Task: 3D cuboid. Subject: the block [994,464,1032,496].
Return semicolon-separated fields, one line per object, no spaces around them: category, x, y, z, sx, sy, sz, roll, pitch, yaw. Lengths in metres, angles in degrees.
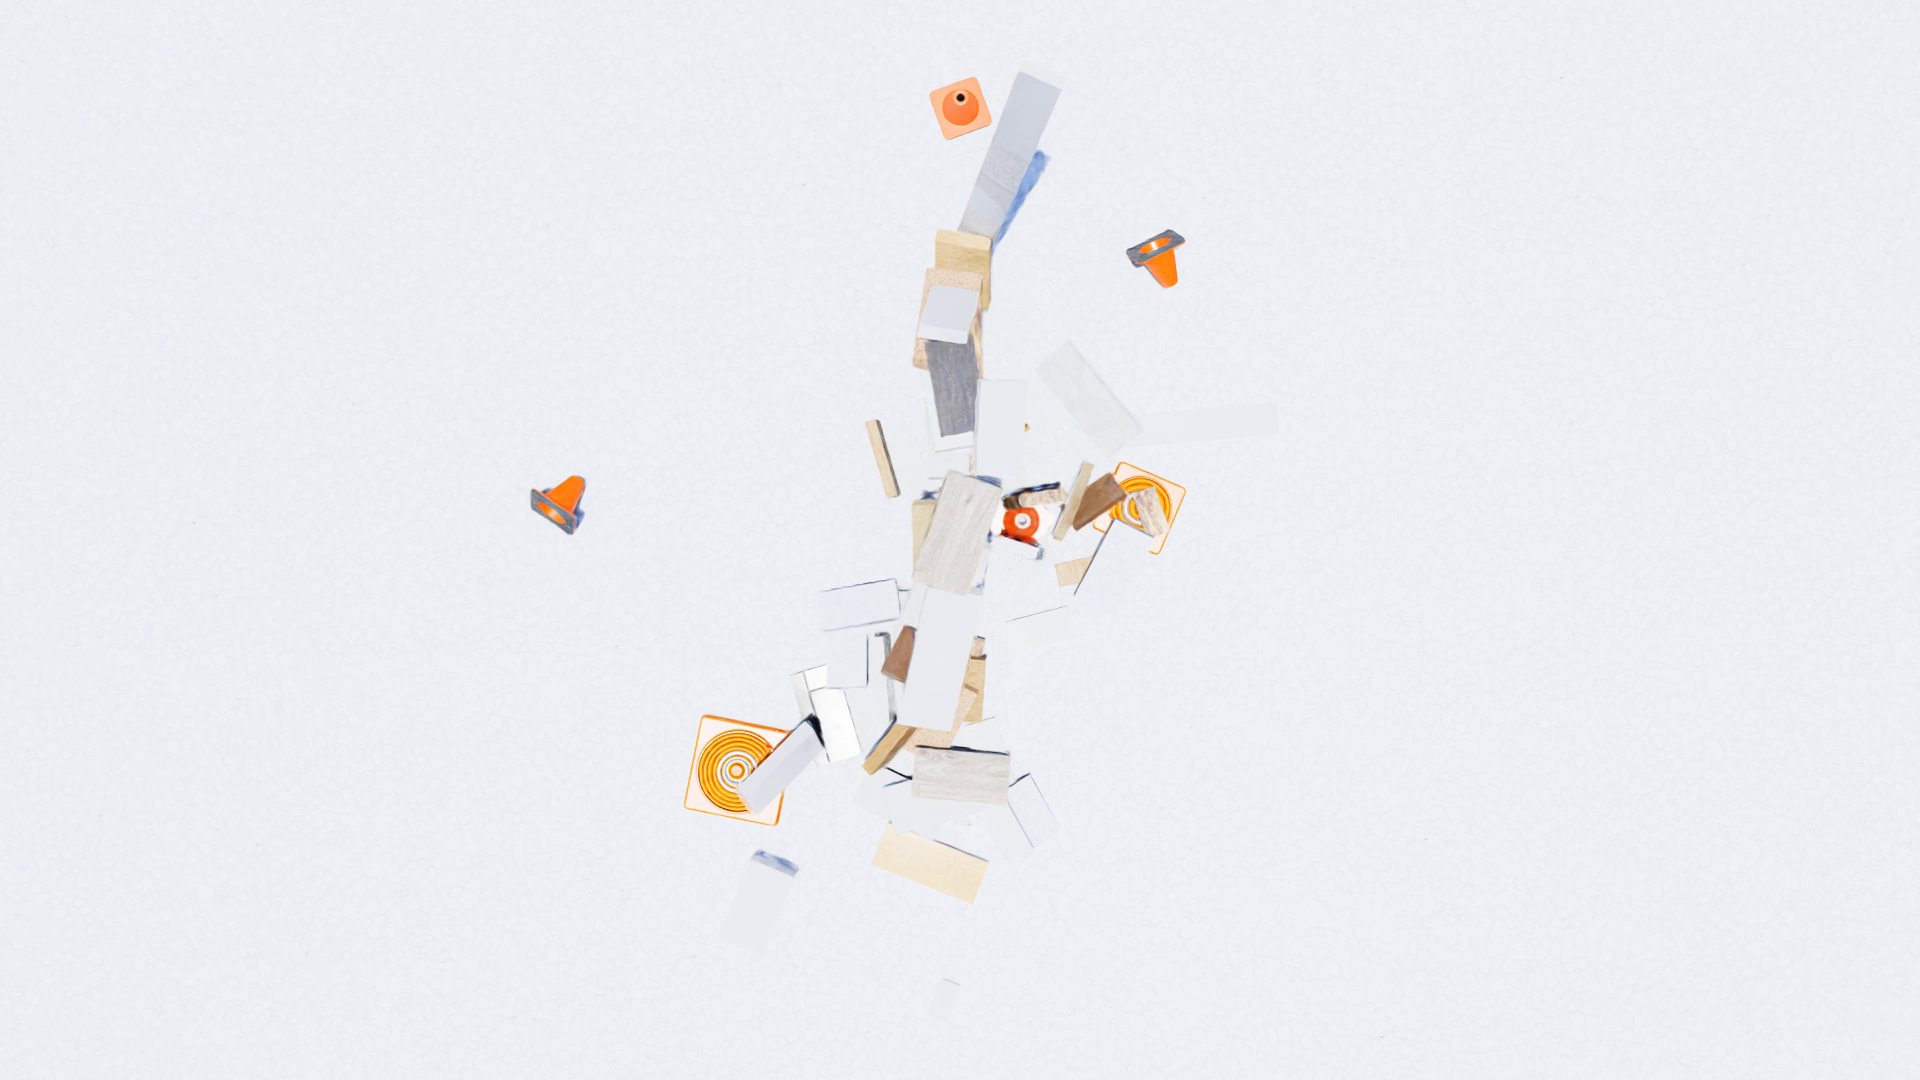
block;0.155;-0.245;5.448;0.103;0.029;0.205;-21;99;-1

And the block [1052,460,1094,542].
block;0.369;-0.126;5.363;0.035;0.123;0.246;23;60;-1

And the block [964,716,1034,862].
block;0.132;0.827;5.485;0.107;0.030;0.466;-16;90;0

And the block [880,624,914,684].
block;-0.101;0.277;5.338;0.137;0.039;0.418;25;66;7

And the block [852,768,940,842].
block;-0.193;0.867;5.459;0.292;0.041;0.146;26;76;1

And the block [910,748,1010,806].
block;0.003;0.775;5.403;0.314;0.044;0.157;5;76;-3

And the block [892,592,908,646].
block;-0.153;0.309;5.443;0.137;0.039;0.274;0;85;24

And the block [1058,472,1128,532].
block;0.439;-0.126;5.452;0.205;0.029;0.103;-35;57;5

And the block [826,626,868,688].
block;-0.373;0.359;5.447;0.130;0.037;0.259;-1;76;2

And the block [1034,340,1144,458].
block;0.426;-0.465;5.449;0.148;0.042;0.388;-40;90;26

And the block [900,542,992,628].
block;-0.045;0.130;4.989;0.169;0.048;0.338;18;119;-11

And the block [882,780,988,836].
block;-0.082;0.852;5.424;0.314;0.044;0.157;-14;78;-7

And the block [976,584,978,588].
block;0.004;0.054;5.078;0.095;0.027;0.189;-2;109;1

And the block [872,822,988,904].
block;-0.098;1.073;5.479;0.360;0.041;0.146;22;90;0

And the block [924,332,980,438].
block;-0.012;-0.461;4.902;0.143;0.041;0.286;-11;103;-4

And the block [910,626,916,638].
block;-0.126;0.292;5.154;0.020;0.071;0.142;-17;95;24

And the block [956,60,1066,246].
block;0.111;-1.052;4.865;0.123;1.303;0.035;23;75;-3

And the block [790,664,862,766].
block;-0.446;0.579;5.478;0.157;0.044;0.314;-16;90;0

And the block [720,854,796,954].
block;-0.666;1.202;5.439;0.153;0.043;0.305;23;105;0

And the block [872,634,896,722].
block;-0.250;0.452;5.429;0.039;0.137;0.275;-4;90;8

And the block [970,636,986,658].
block;0.005;0.424;5.460;0.110;0.031;0.221;14;103;0

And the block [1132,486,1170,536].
block;0.629;-0.091;5.441;0.078;0.022;0.157;-19;92;-1

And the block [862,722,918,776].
block;-0.190;0.626;5.355;0.043;0.153;0.305;43;117;10

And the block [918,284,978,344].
block;-0.033;-0.672;4.900;0.143;0.286;0.041;10;123;2

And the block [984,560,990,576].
block;-0.001;0.096;5.336;0.163;0.327;0.046;23;104;0

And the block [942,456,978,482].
block;0.003;-0.147;5.109;0.112;0.032;0.223;0;90;0

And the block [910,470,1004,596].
block;-0.009;-0.019;4.853;0.169;0.048;0.338;17;98;-11

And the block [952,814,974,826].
block;0.017;0.883;5.491;0.064;0.018;0.128;9;90;0

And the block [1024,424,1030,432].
block;0.115;-0.313;5.475;0.261;0.048;0.014;-30;108;0

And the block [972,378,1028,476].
block;0.117;-0.334;4.908;0.143;0.041;0.286;-1;104;-17

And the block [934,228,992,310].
block;0.012;-0.869;5.324;0.174;0.347;0.049;11;66;5

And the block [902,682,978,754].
block;-0.068;0.590;5.437;0.146;0.041;0.292;26;107;0

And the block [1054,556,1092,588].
block;0.400;0.103;5.489;0.157;0.022;0.078;-12;90;0

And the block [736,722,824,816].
block;-0.576;0.735;5.308;0.043;0.153;0.305;37;71;26

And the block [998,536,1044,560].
block;0.197;0.025;5.249;0.123;0.246;0.035;18;91;7

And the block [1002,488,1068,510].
block;0.231;-0.129;5.191;0.148;0.295;0.042;-9;92;-9

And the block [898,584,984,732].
block;-0.063;0.359;5.050;0.169;0.048;0.497;9;117;-8

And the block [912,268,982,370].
block;-0.037;-0.669;5.024;0.174;0.049;0.347;7;60;1

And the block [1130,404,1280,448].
block;0.810;-0.382;5.485;0.493;0.029;0.103;-5;90;0

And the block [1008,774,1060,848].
block;0.234;0.897;5.462;0.107;0.030;0.214;-31;94;-18

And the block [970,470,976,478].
block;-0.010;-0.124;5.020;0.094;0.027;0.189;10;90;0

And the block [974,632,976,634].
block;0.017;0.314;5.464;0.052;0.015;0.104;21;102;-12

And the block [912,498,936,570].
block;-0.081;-0.005;4.962;0.124;0.035;0.248;3;122;5

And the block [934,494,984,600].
block;-0.005;0.020;5.148;0.163;0.046;0.327;2;90;0

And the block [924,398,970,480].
block;-0.040;-0.308;5.006;0.124;0.035;0.248;-3;78;-2

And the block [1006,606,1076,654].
block;0.268;0.298;5.485;0.214;0.030;0.107;-15;90;0

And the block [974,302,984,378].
block;-0.020;-0.647;5.142;0.174;0.049;0.347;-2;85;0

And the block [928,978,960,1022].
block;-0.051;1.531;5.491;0.064;0.018;0.128;22;90;0

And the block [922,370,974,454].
block;-0.035;-0.395;4.982;0.124;0.035;0.248;-9;81;-3

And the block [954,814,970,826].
block;0.017;0.877;5.459;0.064;0.018;0.128;40;79;6

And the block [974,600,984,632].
block;0.043;0.248;5.438;0.052;0.015;0.104;8;88;-10

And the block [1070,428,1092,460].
block;0.401;-0.321;5.493;0.048;0.014;0.095;-17;90;0

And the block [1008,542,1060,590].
block;0.245;0.083;5.489;0.157;0.022;0.078;-39;90;0

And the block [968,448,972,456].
block;-0.015;-0.338;5.129;0.112;0.032;0.428;-4;108;1

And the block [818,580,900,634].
block;-0.329;0.218;5.436;0.259;0.037;0.130;-10;71;3

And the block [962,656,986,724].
block;0.025;0.492;5.439;0.110;0.031;0.220;4;106;3

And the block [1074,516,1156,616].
block;0.508;0.088;5.438;0.148;0.042;0.295;26;104;-5

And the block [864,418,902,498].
block;-0.253;-0.266;5.434;0.037;0.130;0.259;-16;90;4
